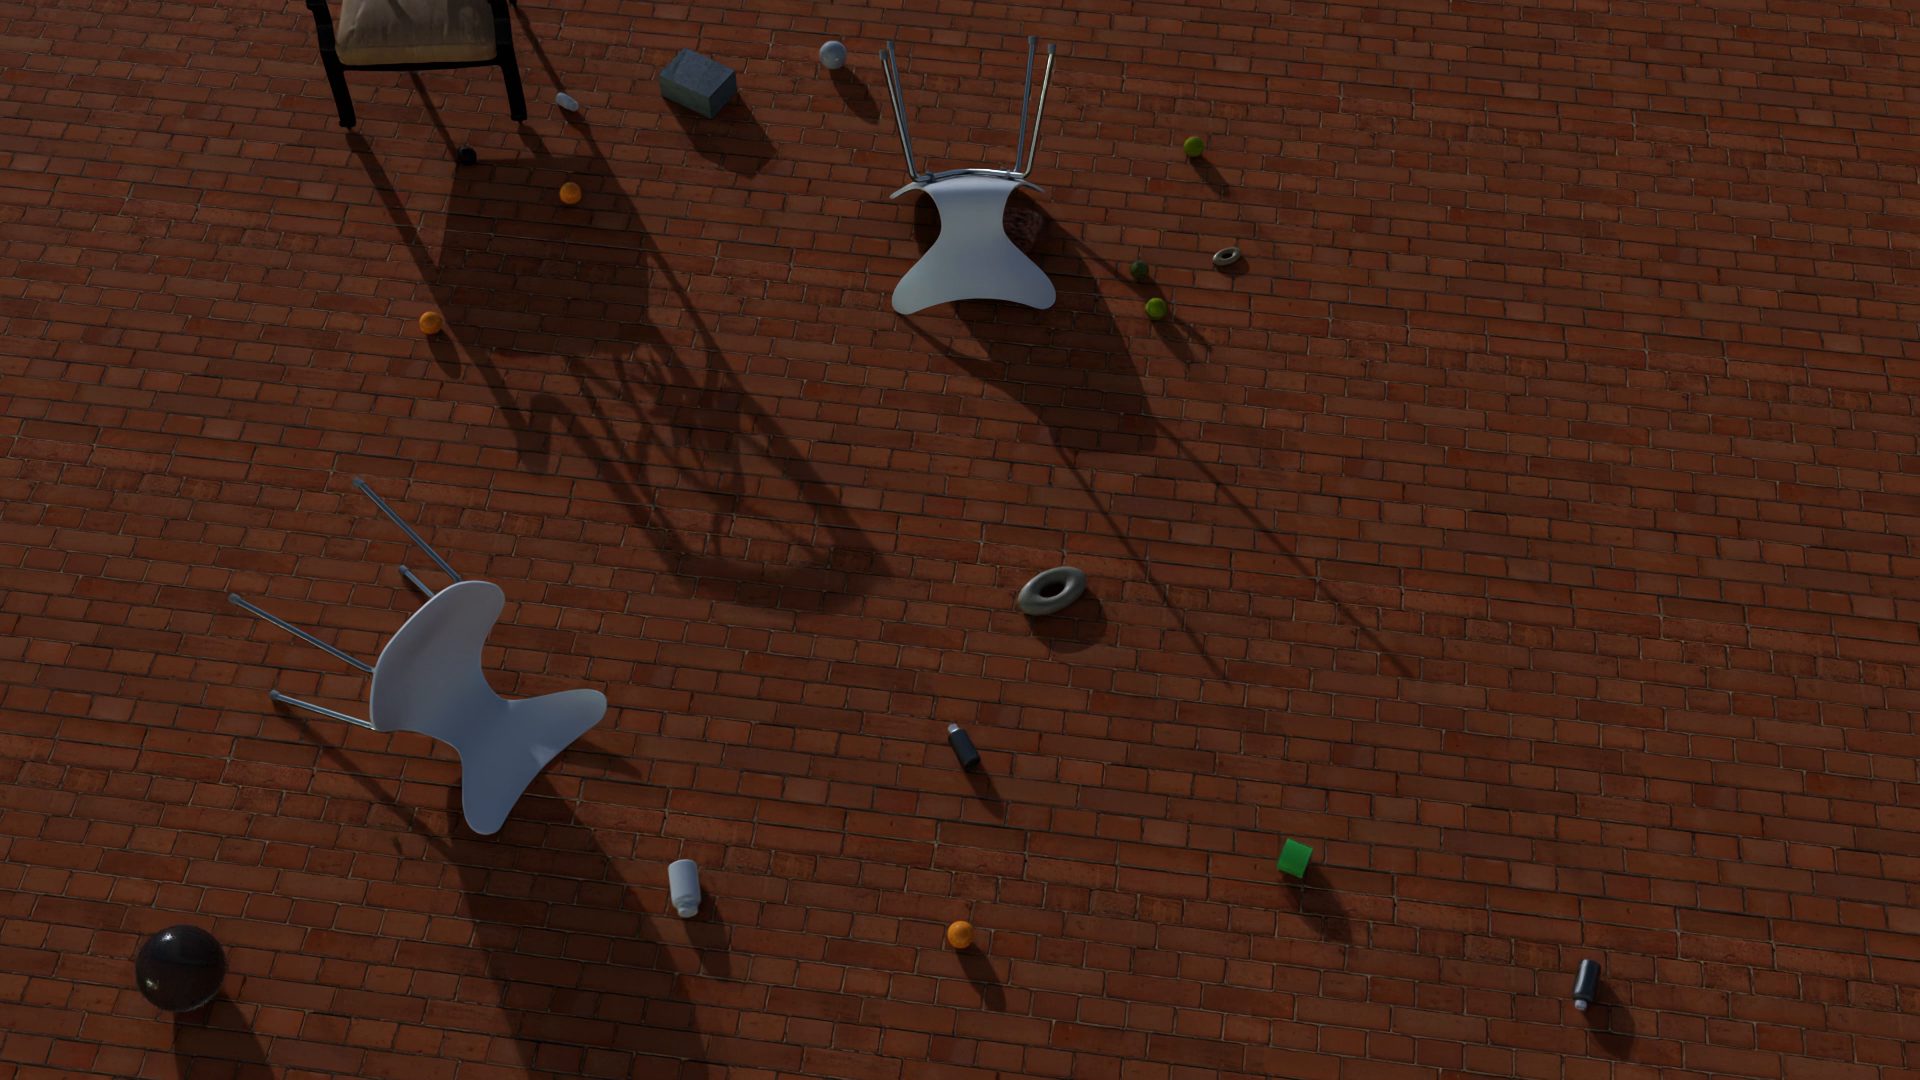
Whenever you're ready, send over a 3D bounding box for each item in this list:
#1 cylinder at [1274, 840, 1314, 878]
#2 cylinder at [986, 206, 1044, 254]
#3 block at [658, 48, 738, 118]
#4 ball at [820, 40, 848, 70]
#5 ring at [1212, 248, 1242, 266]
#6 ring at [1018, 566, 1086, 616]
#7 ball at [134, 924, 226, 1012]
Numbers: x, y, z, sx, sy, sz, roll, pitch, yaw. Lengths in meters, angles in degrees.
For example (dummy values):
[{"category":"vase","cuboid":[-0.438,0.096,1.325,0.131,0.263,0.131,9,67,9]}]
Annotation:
[{"category":"cylinder","cuboid":[0.905,0.863,5.952,0.073,0.070,0.096,19,41,25]},{"category":"cylinder","cuboid":[0.180,-1.012,7.188,0.167,0.104,0.117,8,56,20]},{"category":"block","cuboid":[-0.902,-1.573,7.569,0.211,0.100,0.155,27,60,17]},{"category":"ball","cuboid":[-0.441,-1.686,7.646,0.099,0.099,0.099,0,56,0]},{"category":"ring","cuboid":[0.872,-0.926,7.182,0.106,0.022,0.060,-24,61,-15]},{"category":"ring","cuboid":[0.270,0.149,6.443,0.226,0.052,0.131,-26,61,-16]},{"category":"ball","cuboid":[-2.018,1.109,5.695,0.224,0.224,0.224,0,56,0]}]
